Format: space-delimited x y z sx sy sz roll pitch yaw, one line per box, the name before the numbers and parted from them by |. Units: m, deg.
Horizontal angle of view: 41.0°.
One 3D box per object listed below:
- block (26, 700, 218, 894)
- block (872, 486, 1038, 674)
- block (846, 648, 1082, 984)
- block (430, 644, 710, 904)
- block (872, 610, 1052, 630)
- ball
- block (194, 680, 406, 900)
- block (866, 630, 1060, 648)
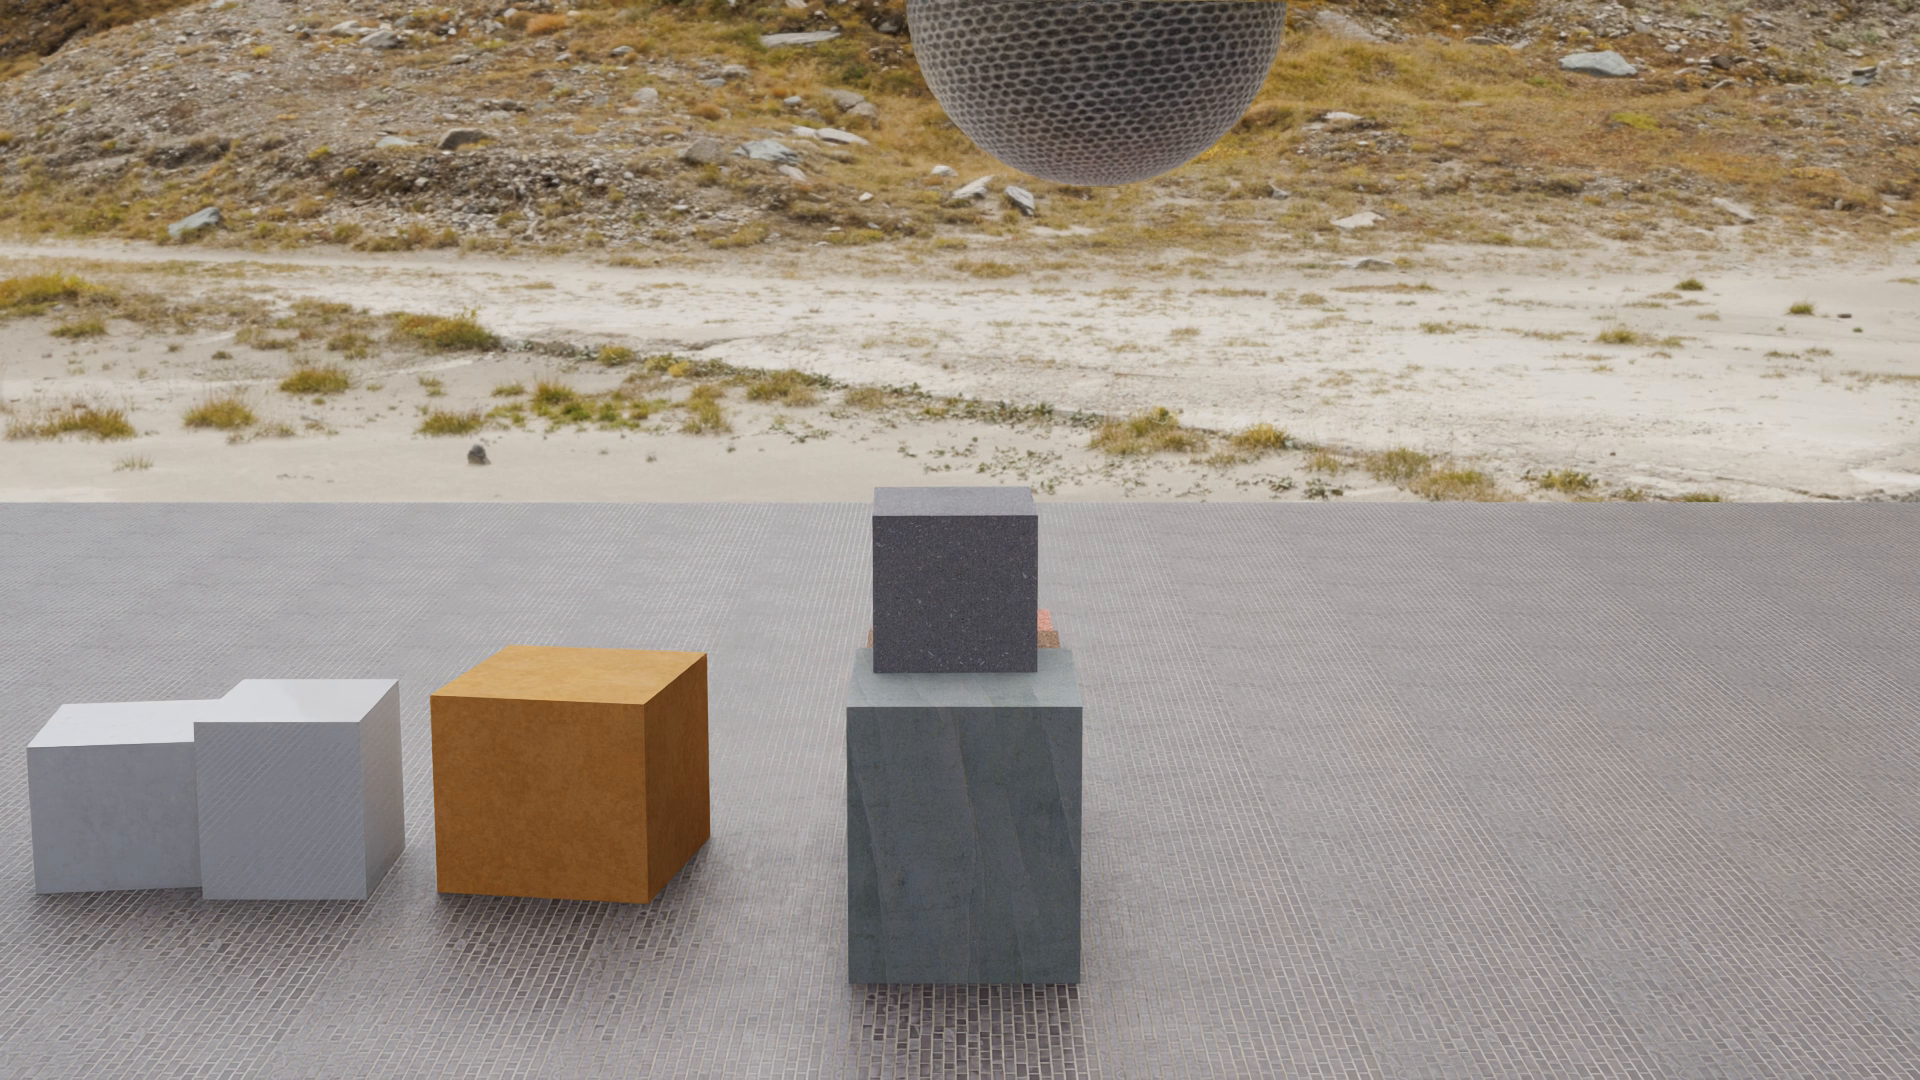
block | -3.688 1.134 11.497 0.755 0.655 0.774 -1 10 -8
block | -0.026 0.155 10.690 0.664 0.646 0.731 0 10 -1
block | 0.017 1.095 10.430 0.906 1.113 1.015 0 10 0
block | -1.717 1.024 11.477 0.950 0.879 1.003 2 10 10
block | 0.011 0.869 12.305 0.863 0.888 0.979 0 10 0
ball | 0.568 -2.287 10.764 1.600 1.600 1.600 0 10 0
block | -2.907 1.091 11.364 0.706 0.788 0.784 0 10 0
block | 0.013 0.982 11.374 0.858 0.999 0.868 0 10 1
